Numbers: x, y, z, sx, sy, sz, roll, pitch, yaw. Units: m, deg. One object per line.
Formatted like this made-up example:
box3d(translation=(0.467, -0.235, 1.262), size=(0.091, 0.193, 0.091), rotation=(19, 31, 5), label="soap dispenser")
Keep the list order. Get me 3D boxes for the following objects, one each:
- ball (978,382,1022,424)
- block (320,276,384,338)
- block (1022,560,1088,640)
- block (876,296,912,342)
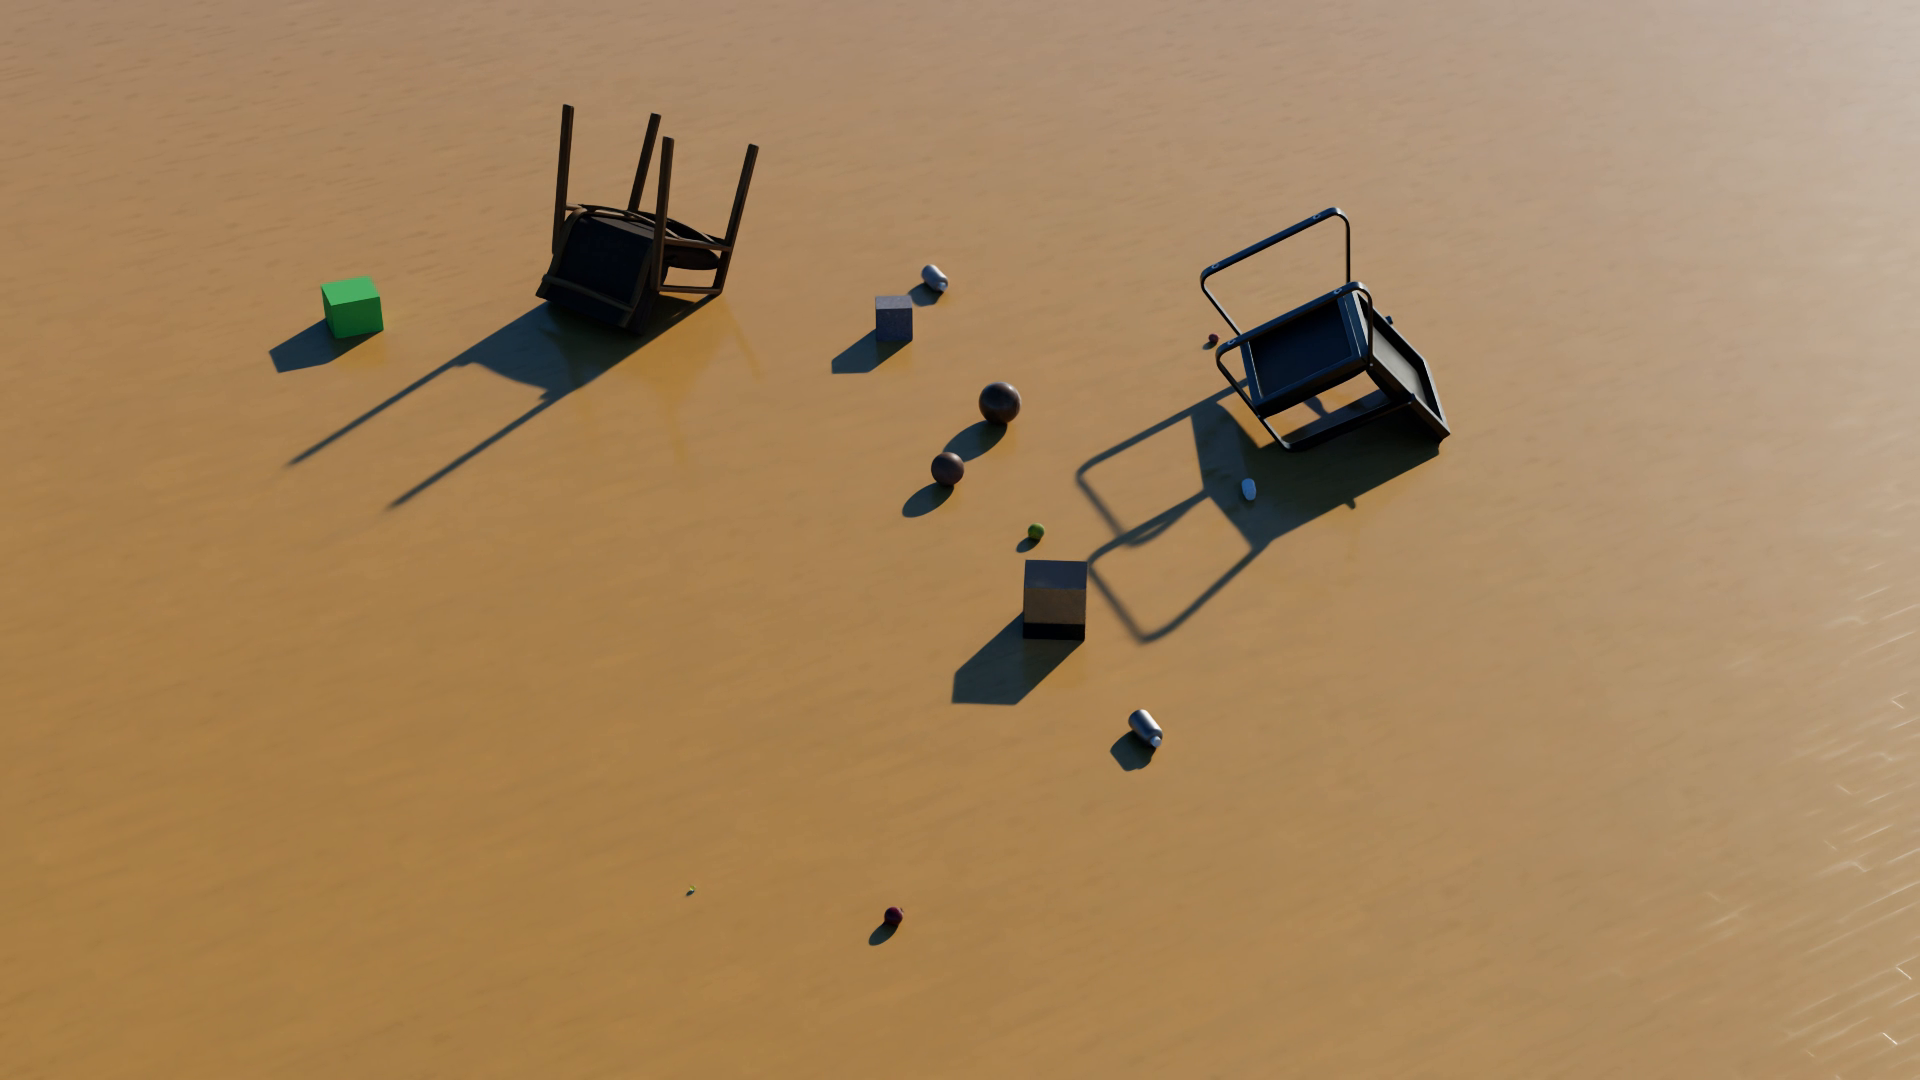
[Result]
box3d(translation=(0.158, -0.543, 11.613), size=(0.171, 0.171, 0.171), rotation=(0, 33, 0), label="ball")
box3d(translation=(-2.545, -0.975, 12.278), size=(0.204, 0.160, 0.197), rotation=(-13, 36, -19), label="block")
box3d(translation=(0.338, 0.213, 10.423), size=(0.220, 0.218, 0.180), rotation=(2, 33, 3), label="block")
box3d(translation=(-0.275, -0.924, 12.207), size=(0.150, 0.153, 0.112), rotation=(-2, 33, -3), label="block")
